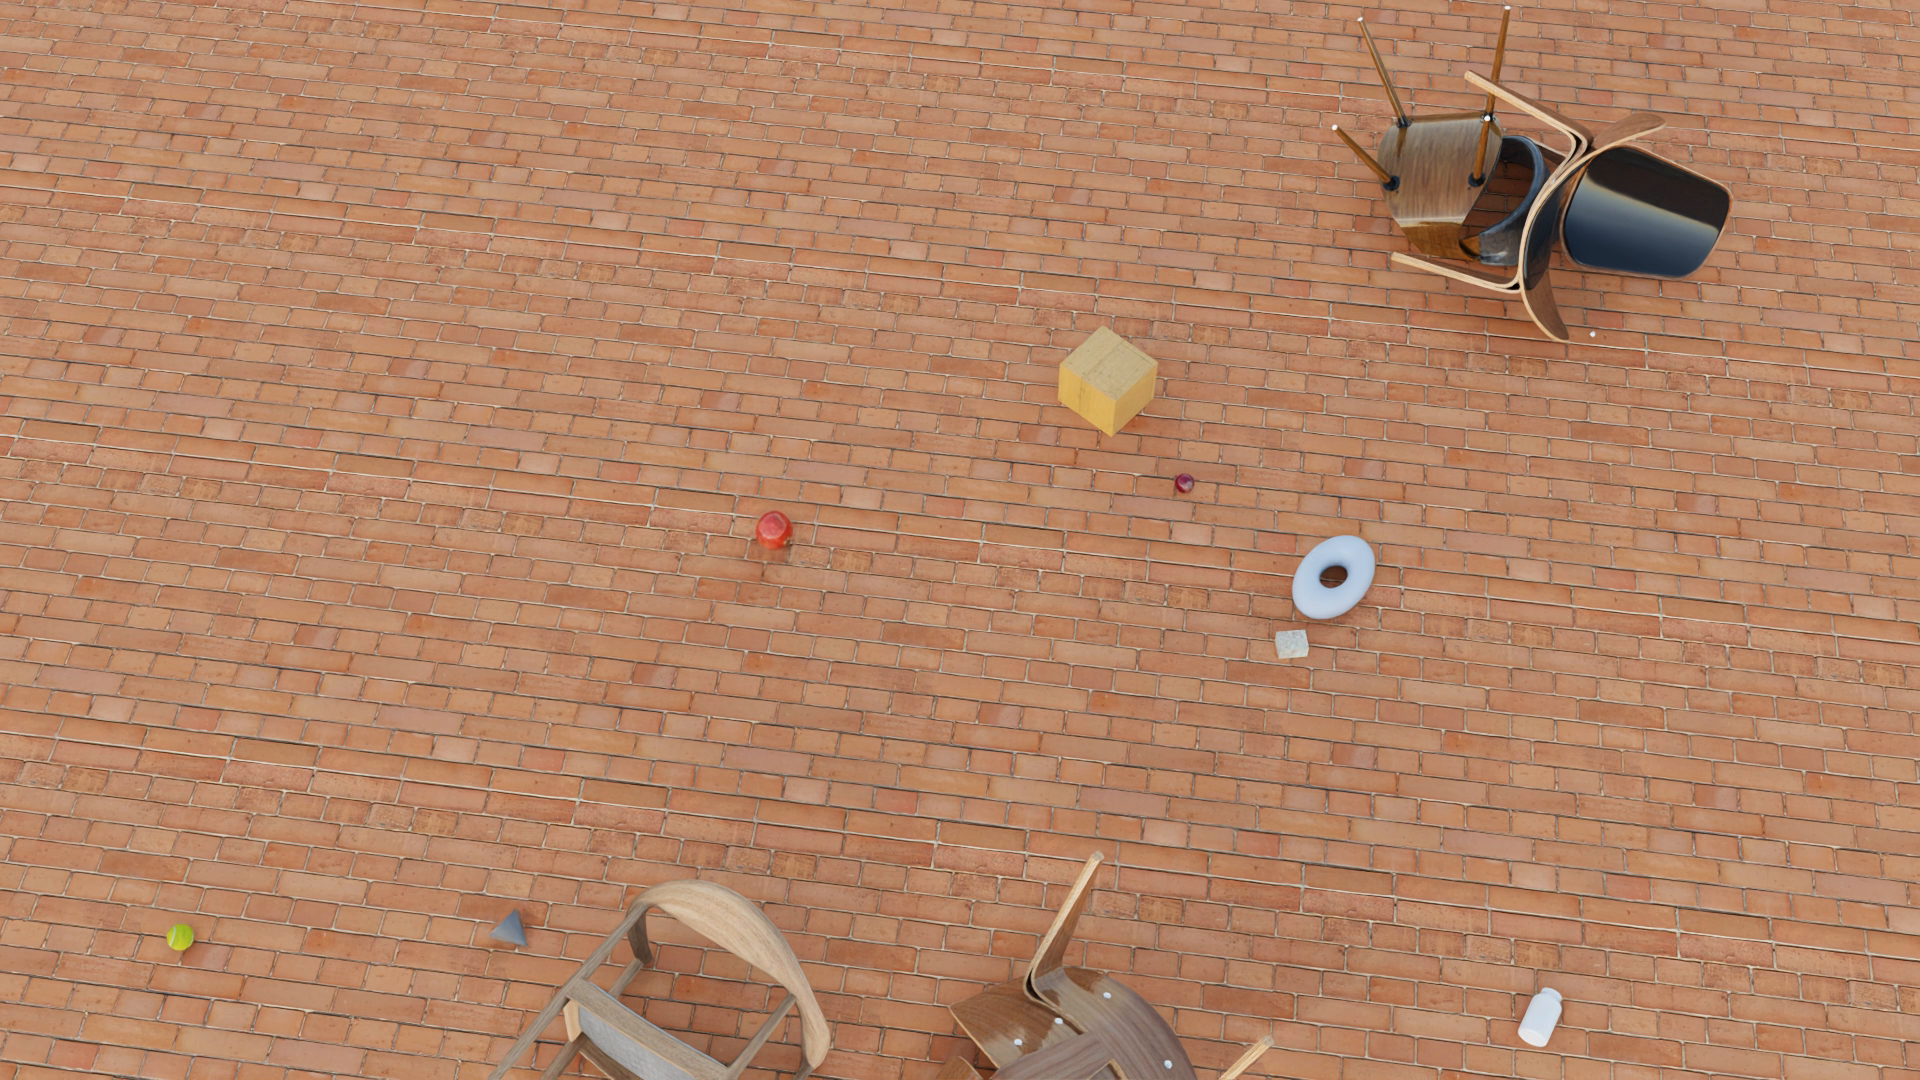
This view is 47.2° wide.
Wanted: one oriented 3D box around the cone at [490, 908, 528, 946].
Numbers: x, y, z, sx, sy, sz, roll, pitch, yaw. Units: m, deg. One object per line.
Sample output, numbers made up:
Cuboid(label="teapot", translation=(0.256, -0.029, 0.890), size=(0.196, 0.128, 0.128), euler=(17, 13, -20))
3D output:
Cuboid(label="cone", translation=(-1.182, 1.049, 5.848), size=(0.095, 0.079, 0.107), euler=(45, 63, 1))

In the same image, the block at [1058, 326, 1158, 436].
Cuboid(label="block", translation=(0.455, -0.491, 6.795), size=(0.219, 0.180, 0.204), euler=(37, 63, 22))

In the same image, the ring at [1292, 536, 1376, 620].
Cuboid(label="ring", translation=(1.096, 0.109, 6.447), size=(0.206, 0.093, 0.313), euler=(34, 63, 19))

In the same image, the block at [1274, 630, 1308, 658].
Cuboid(label="block", translation=(0.957, 0.300, 6.345), size=(0.083, 0.046, 0.063), euler=(-5, 56, -3))
